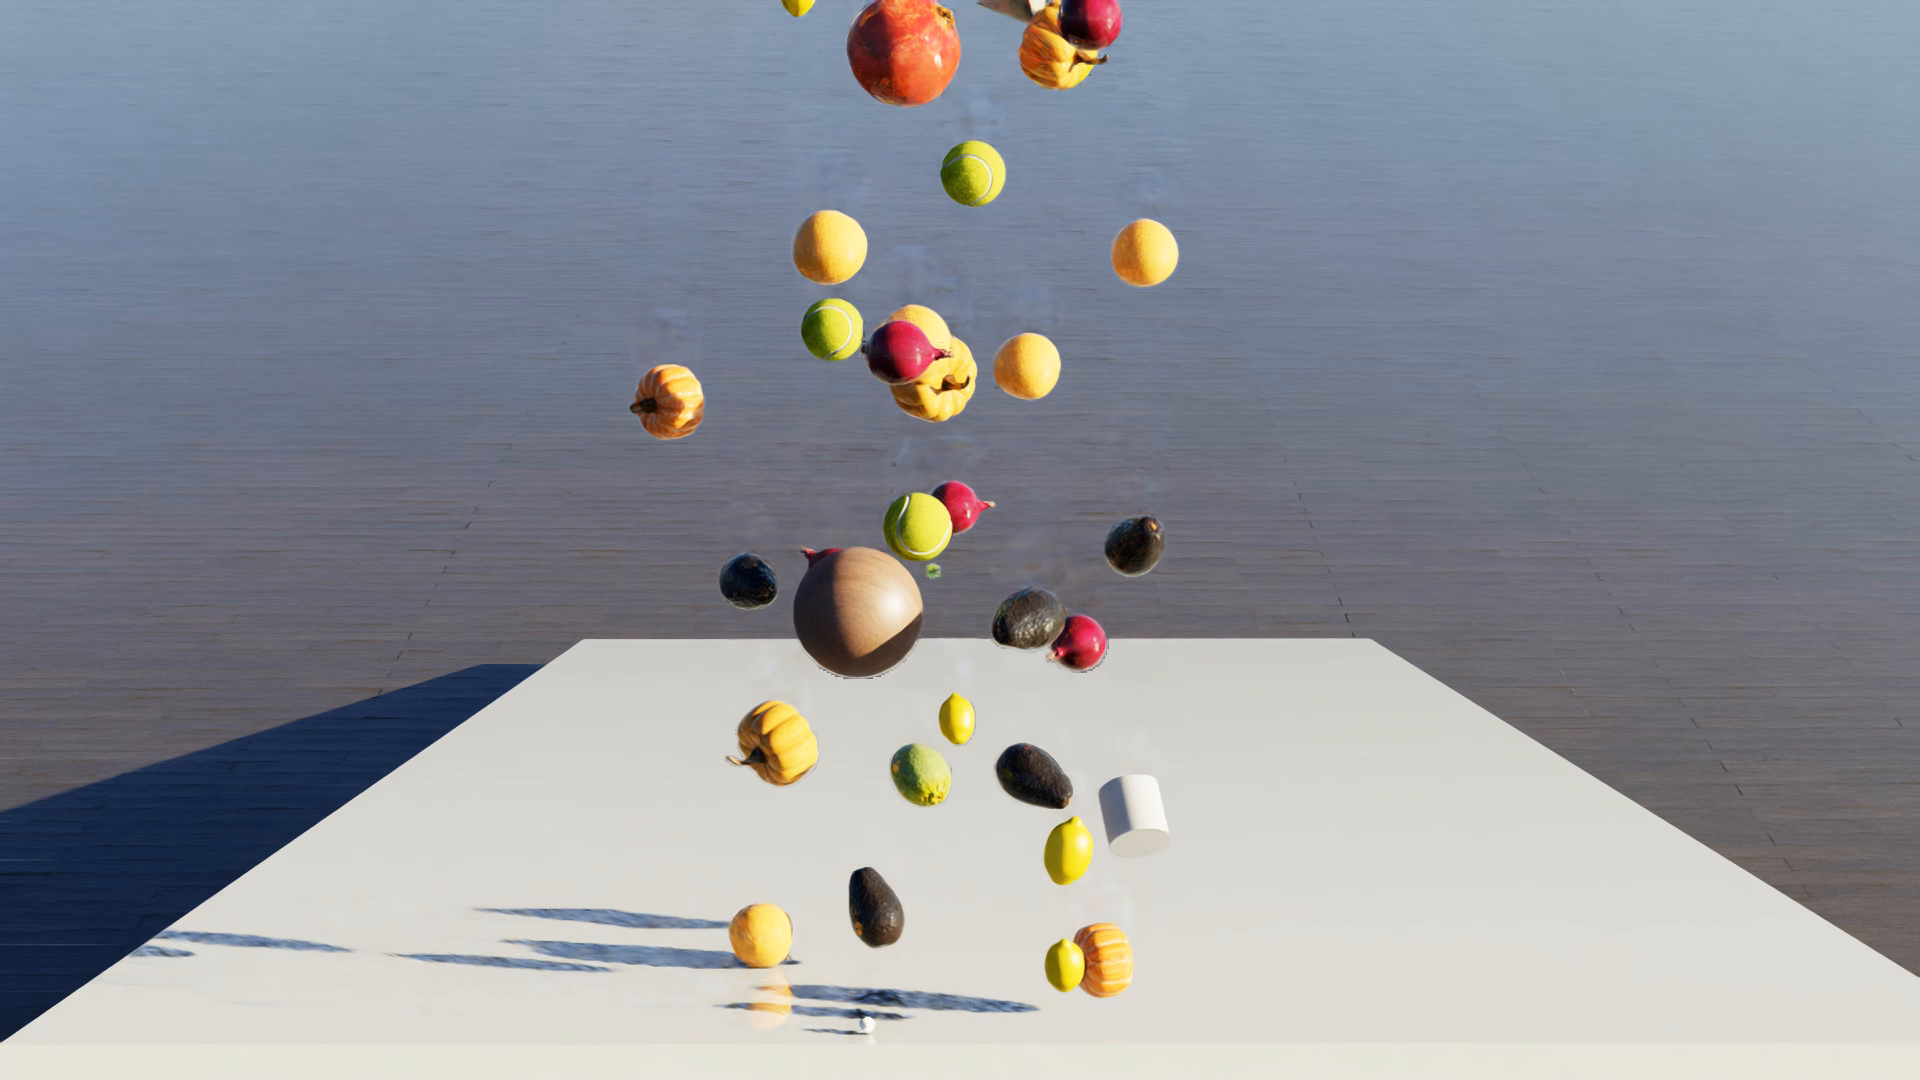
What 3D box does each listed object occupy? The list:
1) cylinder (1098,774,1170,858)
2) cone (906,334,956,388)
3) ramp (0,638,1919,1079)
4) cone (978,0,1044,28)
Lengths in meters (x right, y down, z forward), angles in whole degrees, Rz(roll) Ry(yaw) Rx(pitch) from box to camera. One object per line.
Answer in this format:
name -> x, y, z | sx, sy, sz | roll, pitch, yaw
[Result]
cylinder -> 0.198, 0.314, 2.922 | 0.070, 0.070, 0.070 | -4, 56, -10
cone -> -0.028, -0.195, 2.713 | 0.053, 0.053, 0.053 | 5, 26, -3
ramp -> 0.047, 0.424, 4.534 | 2.000, 0.100, 4.000 | 0, 4, 0
cone -> 0.048, -0.558, 2.654 | 0.065, 0.065, 0.065 | -3, 19, 16
